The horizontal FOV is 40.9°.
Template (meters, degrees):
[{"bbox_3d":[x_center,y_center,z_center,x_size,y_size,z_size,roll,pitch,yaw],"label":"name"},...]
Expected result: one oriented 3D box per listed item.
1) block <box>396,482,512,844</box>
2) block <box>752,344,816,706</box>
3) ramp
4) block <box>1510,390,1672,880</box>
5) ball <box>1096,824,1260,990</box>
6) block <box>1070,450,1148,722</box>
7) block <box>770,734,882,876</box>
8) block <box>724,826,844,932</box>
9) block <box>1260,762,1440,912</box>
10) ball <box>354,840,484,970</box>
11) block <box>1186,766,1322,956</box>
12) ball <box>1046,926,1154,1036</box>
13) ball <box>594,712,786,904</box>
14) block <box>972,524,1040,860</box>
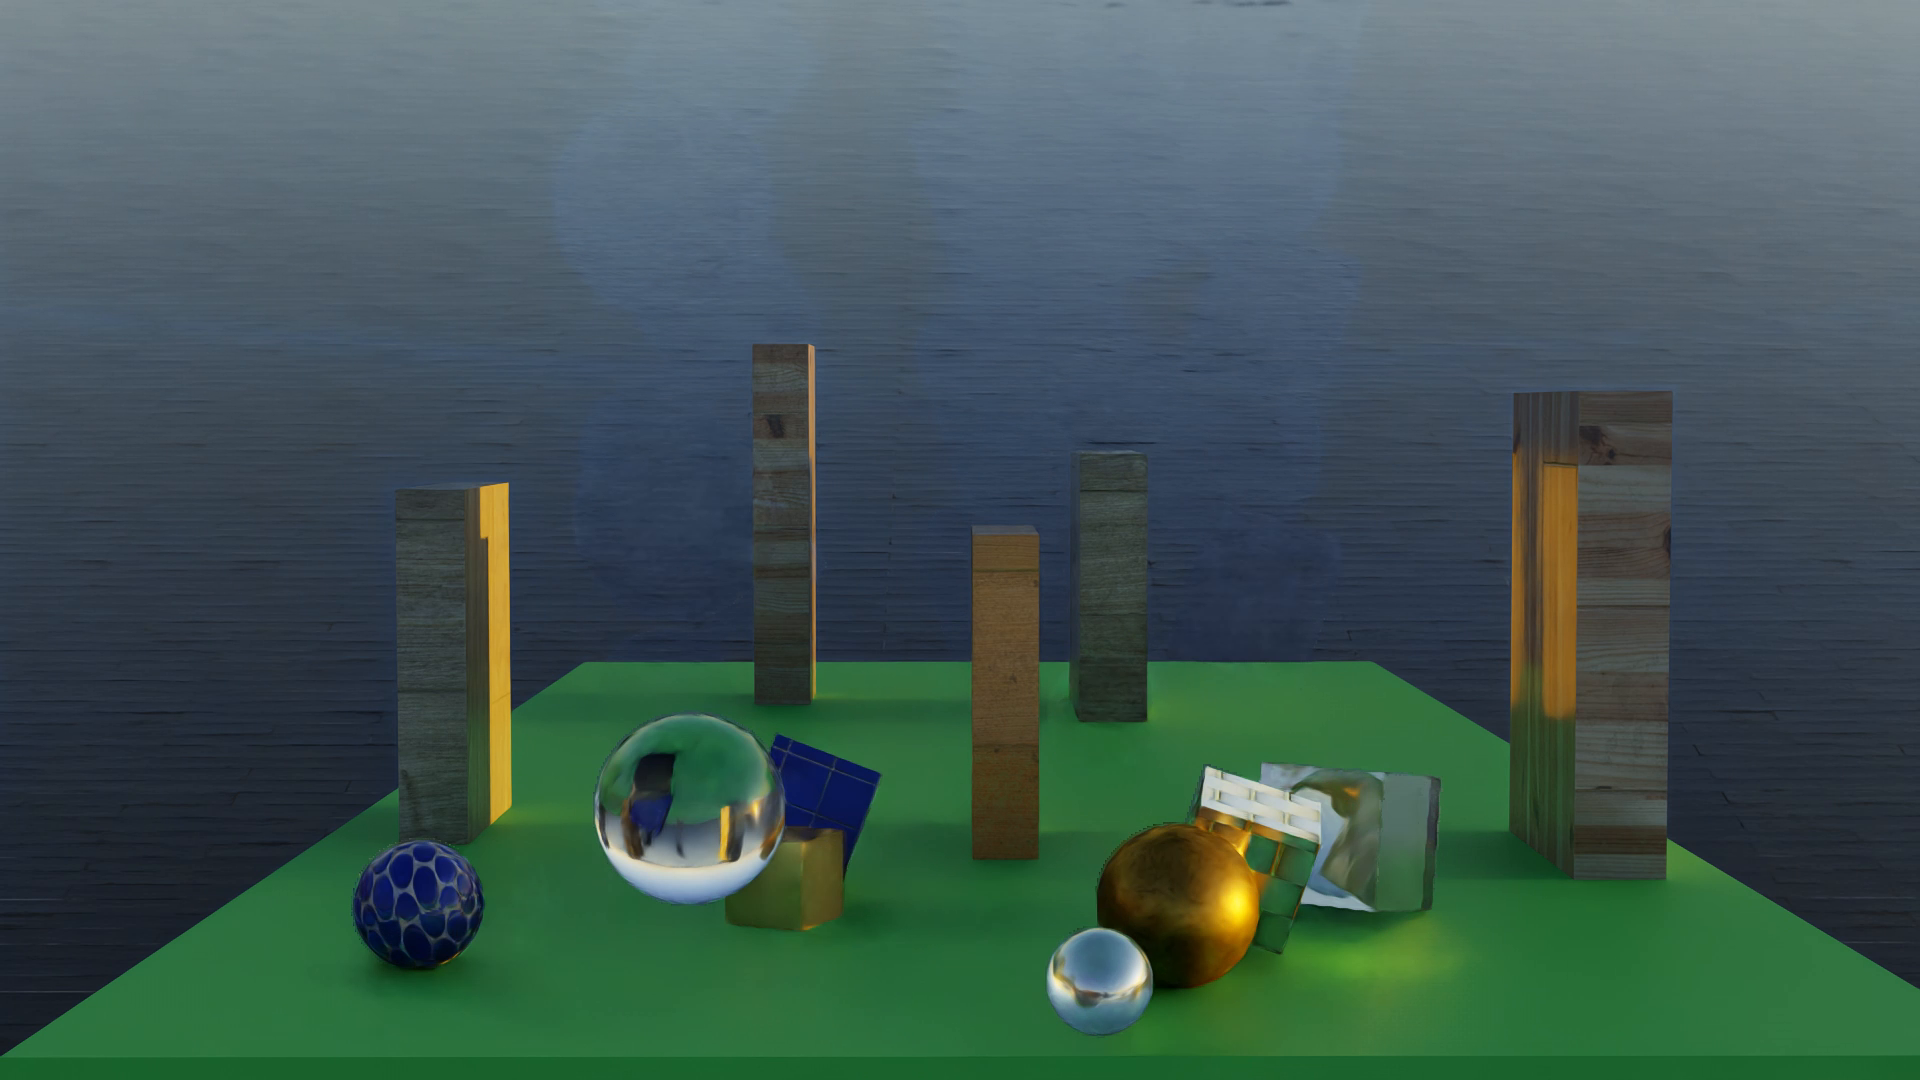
[{"bbox_3d":[-0.773,0.178,3.944,0.101,0.521,0.370,0,3,0],"label":"block"},{"bbox_3d":[-0.385,-0.038,5.667,0.120,0.780,0.240,0,3,0],"label":"block"},{"bbox_3d":[0.051,0.459,4.533,2.000,0.100,4.000,0,3,0],"label":"ramp"},{"bbox_3d":[0.894,0.120,3.674,0.125,0.662,0.407,0,3,0],"label":"block"},{"bbox_3d":[0.240,0.404,2.834,0.180,0.180,0.180,0,22,0],"label":"ball"},{"bbox_3d":[0.312,0.088,5.453,0.137,0.547,0.440,0,3,0],"label":"block"},{"bbox_3d":[-0.198,0.356,3.425,0.147,0.147,0.147,21,-7,1],"label":"block"},{"bbox_3d":[-0.219,0.420,3.211,0.109,0.109,0.109,1,3,24],"label":"block"},{"bbox_3d":[0.490,0.376,3.256,0.169,0.169,0.169,2,-5,35],"label":"block"},{"bbox_3d":[-0.617,0.416,2.935,0.146,0.146,0.146,0,22,0],"label":"ball"},{"bbox_3d":[0.329,0.370,2.984,0.142,0.142,0.142,18,15,4],"label":"block"},{"bbox_3d":[0.142,0.450,2.620,0.109,0.109,0.109,0,22,0],"label":"ball"},{"bbox_3d":[-0.287,0.286,2.743,0.204,0.204,0.204,0,22,0],"label":"ball"},{"bbox_3d":[0.065,0.215,3.791,0.094,0.461,0.313,0,3,0],"label":"block"}]
